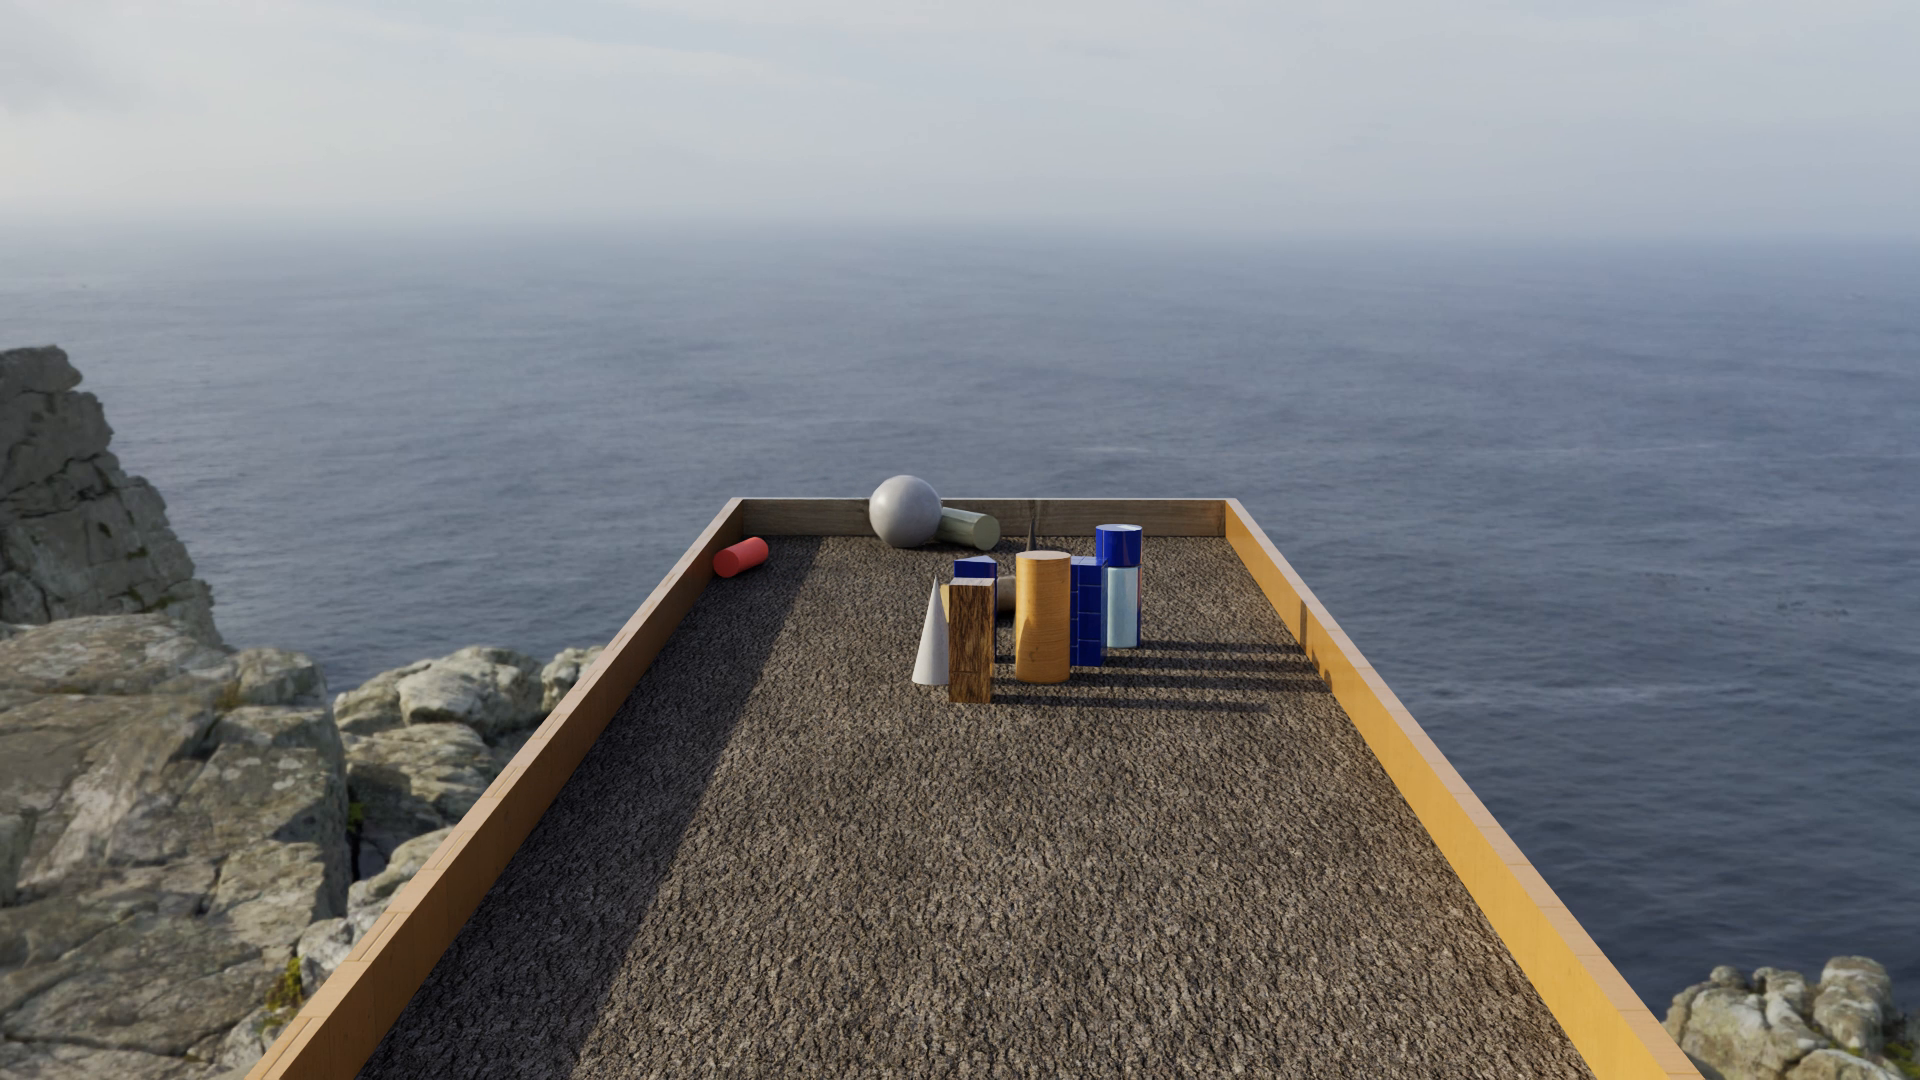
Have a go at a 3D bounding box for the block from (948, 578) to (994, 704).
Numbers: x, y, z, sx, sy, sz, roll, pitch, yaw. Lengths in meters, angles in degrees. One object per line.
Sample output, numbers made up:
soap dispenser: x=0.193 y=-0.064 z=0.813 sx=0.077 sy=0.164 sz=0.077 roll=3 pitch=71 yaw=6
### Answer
block: x=0.034 y=0.281 z=6.170 sx=0.116 sy=0.334 sz=0.116 roll=1 pitch=9 yaw=7

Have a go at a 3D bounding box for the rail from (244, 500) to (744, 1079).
rail: x=-1.004 y=0.839 z=3.234 sx=0.050 sy=0.150 sz=12.000 roll=0 pitch=9 yaw=1

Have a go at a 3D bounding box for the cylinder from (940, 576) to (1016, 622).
cylinder: x=0.104 y=0.194 z=7.384 sx=0.369 sy=0.126 sz=0.126 roll=-6 pitch=11 yaw=-35

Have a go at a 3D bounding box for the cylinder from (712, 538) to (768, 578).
cylinder: x=-0.823 y=0.064 z=8.271 sx=0.104 sy=0.104 sz=0.308 roll=3 pitch=9 yaw=15

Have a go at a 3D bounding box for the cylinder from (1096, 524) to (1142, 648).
cylinder: x=0.497 y=0.145 z=6.906 sx=0.145 sy=0.372 sz=0.145 roll=0 pitch=9 yaw=0

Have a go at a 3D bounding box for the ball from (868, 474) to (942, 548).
ball: x=-0.220 y=-0.115 z=8.804 sx=0.292 sy=0.292 sz=0.292 roll=0 pitch=9 yaw=0

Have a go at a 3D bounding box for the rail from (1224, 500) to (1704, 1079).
rail: x=1.046 y=0.843 z=3.208 sx=0.050 sy=0.150 sz=12.000 roll=0 pitch=9 yaw=1

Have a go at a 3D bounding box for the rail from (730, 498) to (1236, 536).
rail: x=0.099 y=-0.098 z=9.147 sx=2.100 sy=0.150 sz=0.050 roll=0 pitch=9 yaw=1

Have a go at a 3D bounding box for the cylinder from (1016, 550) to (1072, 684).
cylinder: x=0.243 y=0.224 z=6.430 sx=0.160 sy=0.365 sz=0.160 roll=0 pitch=9 yaw=0

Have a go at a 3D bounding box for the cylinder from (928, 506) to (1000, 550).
cylinder: x=-0.034 y=-0.056 z=8.909 sx=0.143 sy=0.143 sz=0.447 roll=-7 pitch=11 yaw=-38

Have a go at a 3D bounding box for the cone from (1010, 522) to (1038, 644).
cone: x=0.226 y=0.125 z=6.942 sx=0.136 sy=0.401 sz=0.136 roll=0 pitch=9 yaw=0

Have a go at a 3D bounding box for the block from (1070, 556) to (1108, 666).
block: x=0.362 y=0.215 z=6.669 sx=0.154 sy=0.309 sz=0.154 roll=2 pitch=9 yaw=11

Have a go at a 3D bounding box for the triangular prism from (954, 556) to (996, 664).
triangular prism: x=0.062 y=0.209 z=6.707 sx=0.132 sy=0.309 sz=0.114 roll=3 pitch=9 yaw=17

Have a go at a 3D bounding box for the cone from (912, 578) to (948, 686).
cone: x=-0.070 y=0.254 z=6.407 sx=0.143 sy=0.313 sz=0.143 roll=0 pitch=9 yaw=0
